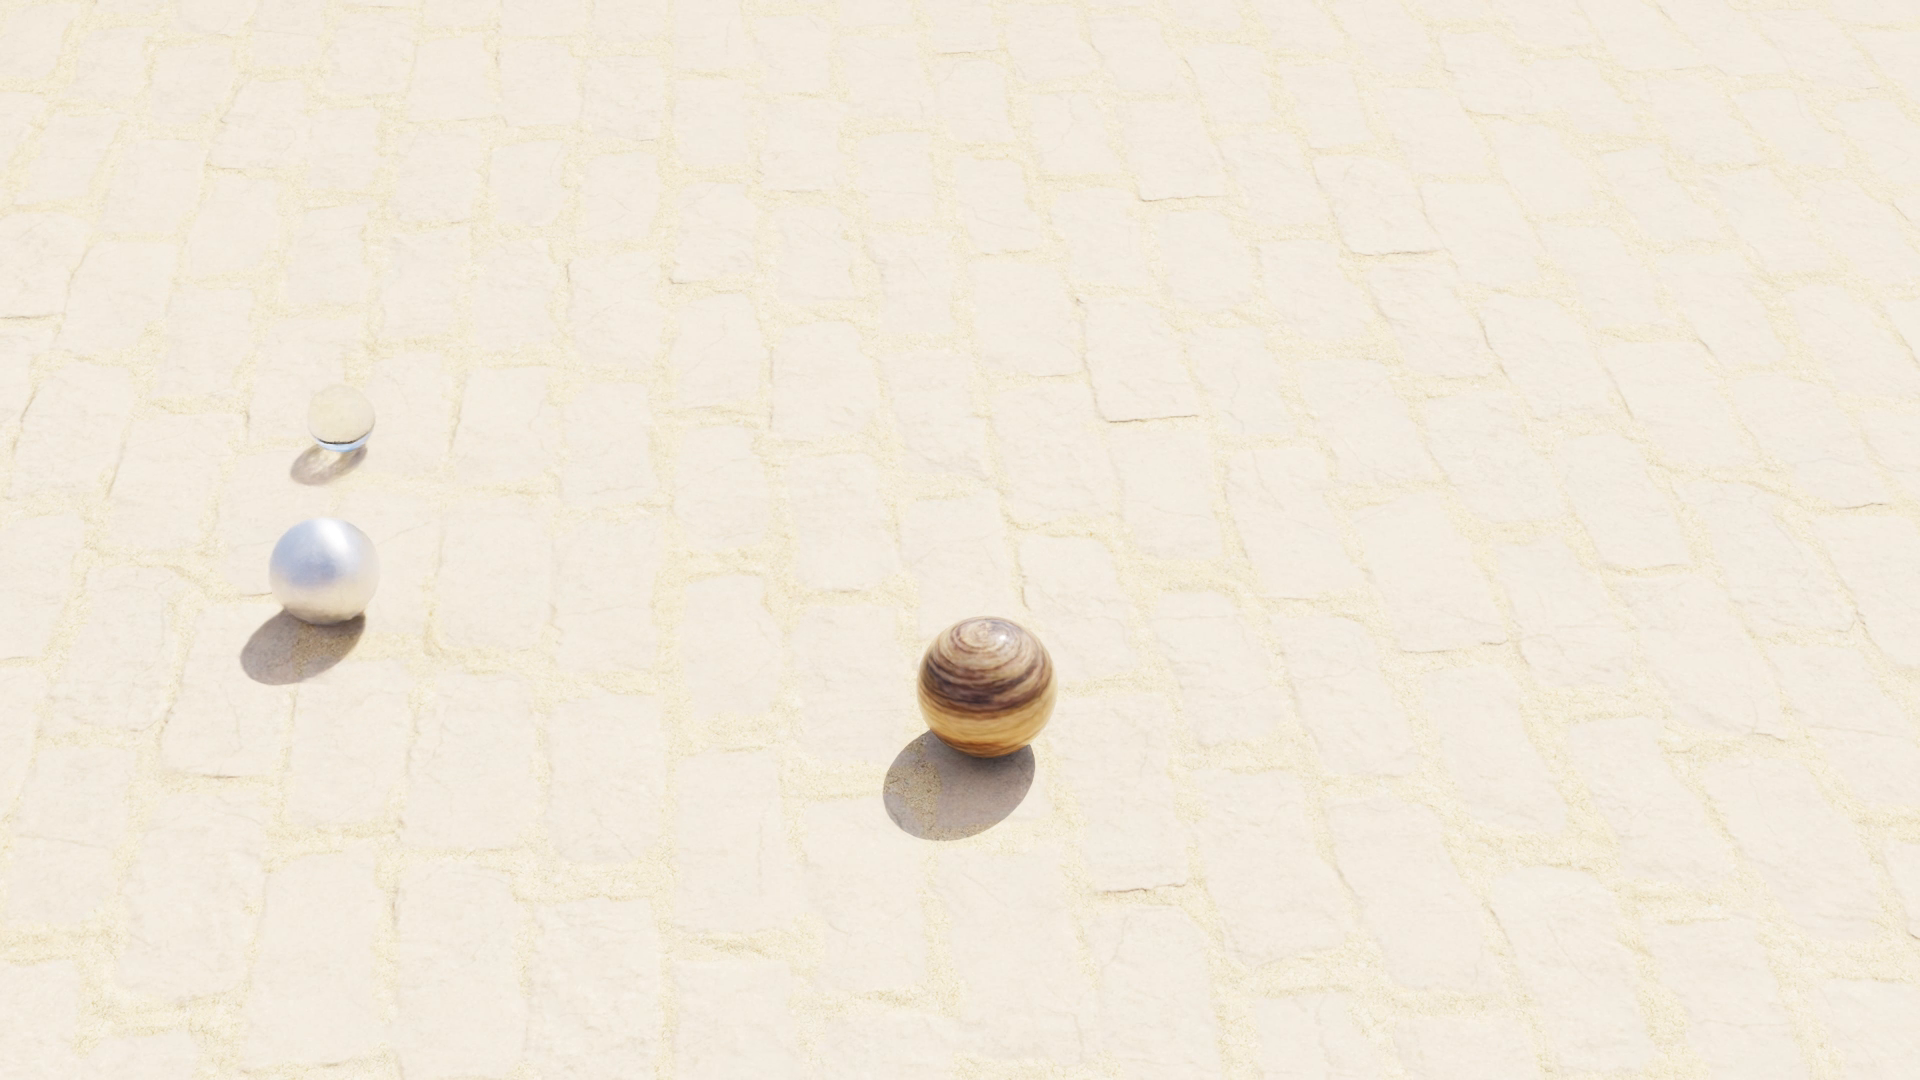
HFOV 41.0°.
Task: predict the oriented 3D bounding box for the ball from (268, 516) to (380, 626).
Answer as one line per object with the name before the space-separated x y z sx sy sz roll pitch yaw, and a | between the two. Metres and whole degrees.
ball | -0.378 0.018 1.528 0.065 0.065 0.065 0 37 0

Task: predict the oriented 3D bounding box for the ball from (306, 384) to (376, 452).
ball | -0.404 -0.079 1.676 0.044 0.044 0.044 0 37 0

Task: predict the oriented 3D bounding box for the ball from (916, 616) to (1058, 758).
ball | 0.015 0.082 1.430 0.080 0.080 0.080 0 37 0
